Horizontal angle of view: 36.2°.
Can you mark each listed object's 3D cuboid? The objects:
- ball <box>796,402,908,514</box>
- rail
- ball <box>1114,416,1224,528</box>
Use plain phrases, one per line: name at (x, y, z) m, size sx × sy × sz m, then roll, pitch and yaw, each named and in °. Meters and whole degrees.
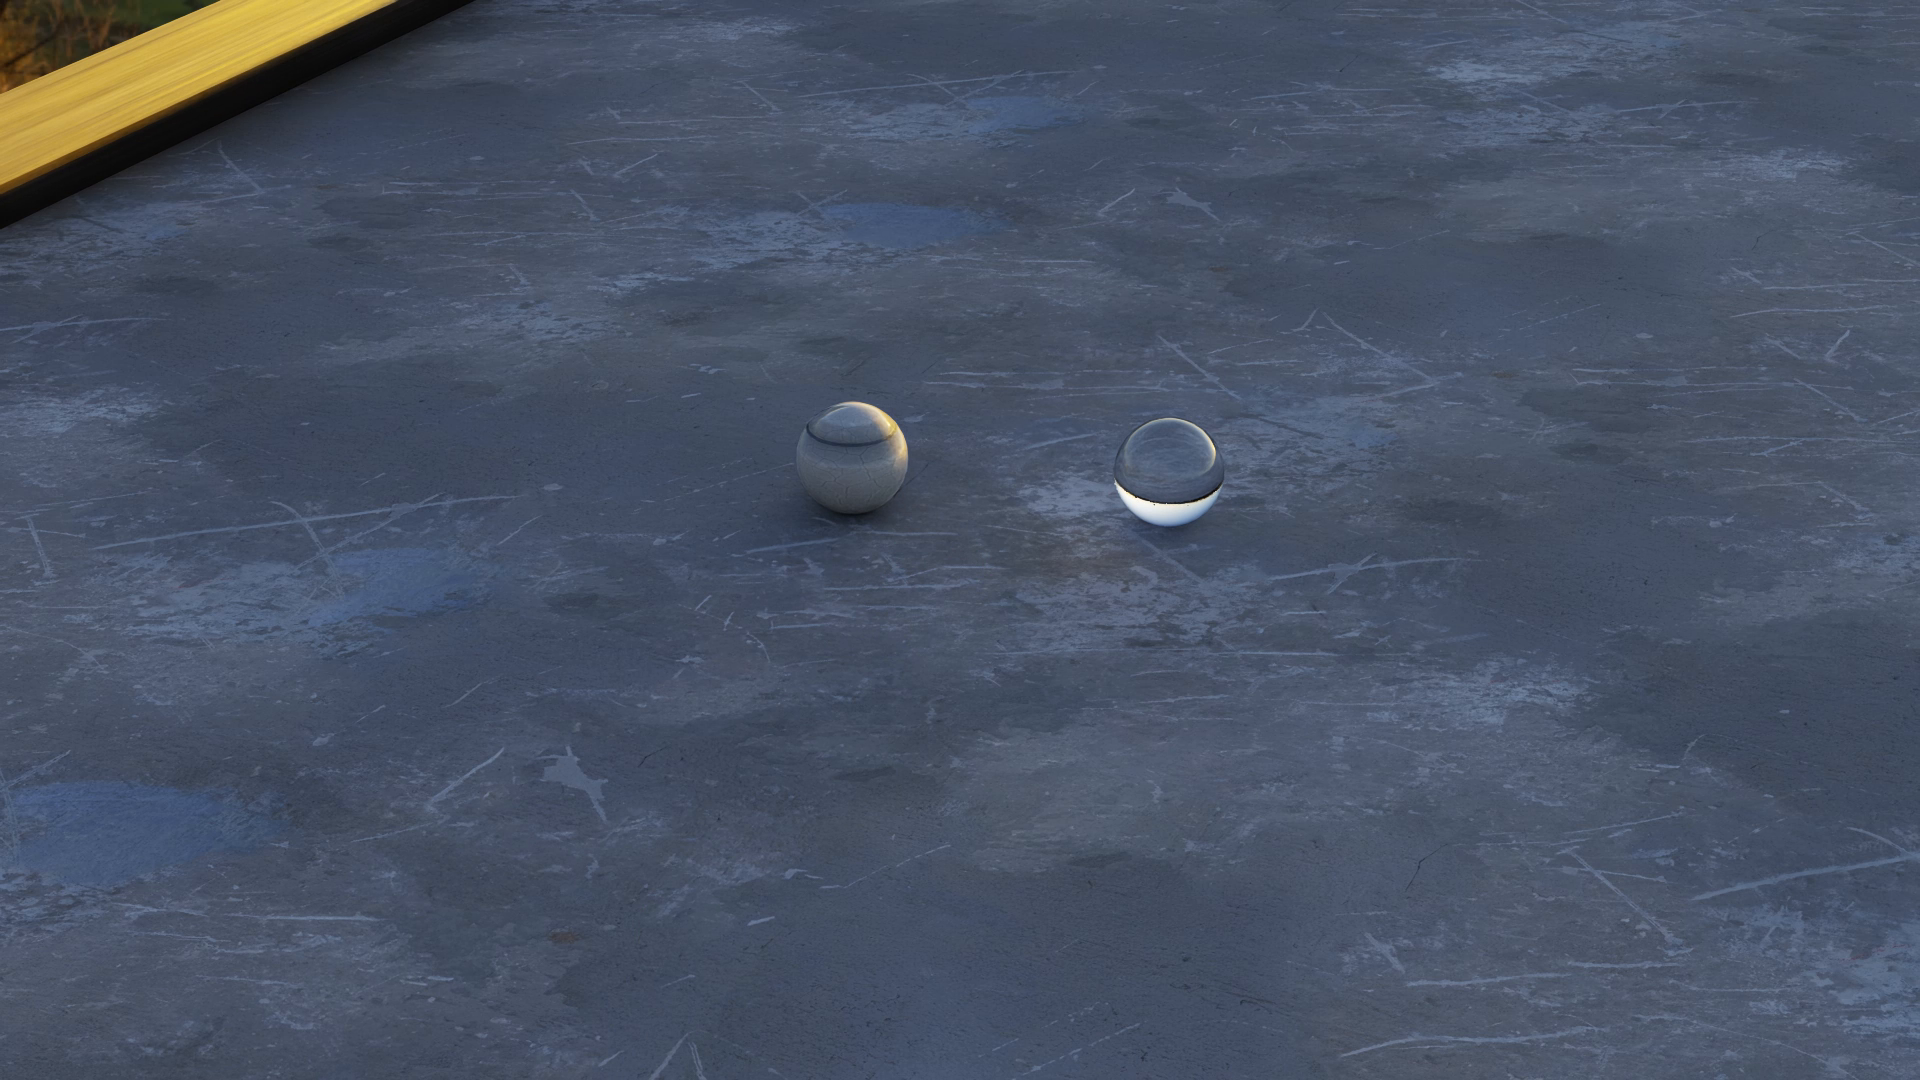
ball at (-0.069, -0.053, 1.886) m, size 0.072 × 0.072 × 0.072 m, roll 0°, pitch 26°, yaw 0°
rail at (-0.523, -0.528, 2.805) m, size 0.045 × 0.104 × 3.375 m, roll 11°, pitch 28°, yaw 21°
ball at (0.133, -0.043, 1.869) m, size 0.070 × 0.070 × 0.070 m, roll 0°, pitch 26°, yaw 0°
